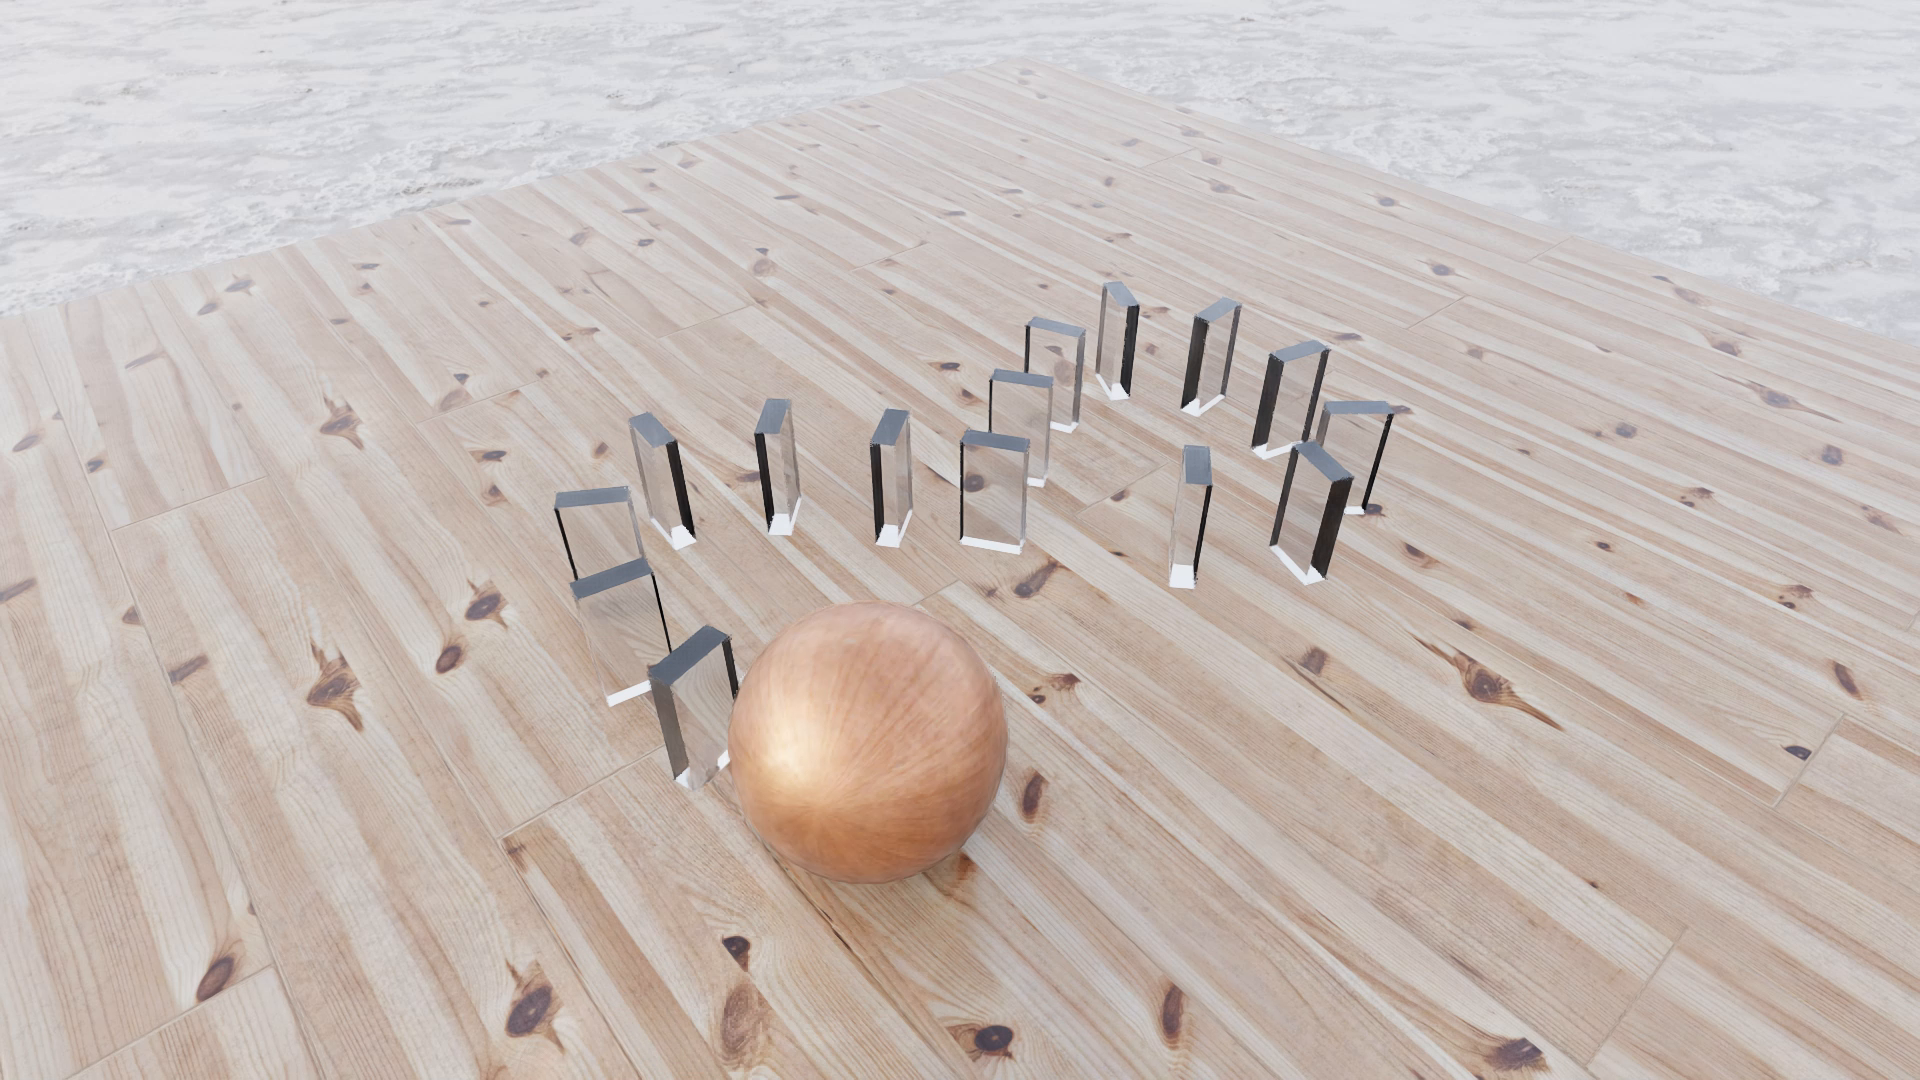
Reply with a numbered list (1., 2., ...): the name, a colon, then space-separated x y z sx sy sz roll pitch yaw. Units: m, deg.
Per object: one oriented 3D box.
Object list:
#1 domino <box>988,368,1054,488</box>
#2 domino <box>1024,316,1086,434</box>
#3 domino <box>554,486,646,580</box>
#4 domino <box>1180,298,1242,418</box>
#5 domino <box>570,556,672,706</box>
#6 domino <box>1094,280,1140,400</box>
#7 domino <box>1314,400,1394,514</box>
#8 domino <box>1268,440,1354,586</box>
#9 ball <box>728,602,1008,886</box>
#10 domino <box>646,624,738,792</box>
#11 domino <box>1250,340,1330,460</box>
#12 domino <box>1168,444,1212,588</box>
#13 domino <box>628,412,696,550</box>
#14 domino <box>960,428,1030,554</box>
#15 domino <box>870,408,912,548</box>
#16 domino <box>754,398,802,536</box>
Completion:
1. domino: 0.025 -0.047 0.469 0.025 0.050 0.010 10 40 12
2. domino: 0.043 -0.075 0.503 0.025 0.050 0.010 18 43 21
3. domino: -0.131 0.004 0.407 0.025 0.050 0.010 -6 40 -8
4. domino: 0.118 -0.086 0.516 0.010 0.050 0.025 30 48 31
5. domino: -0.113 0.032 0.373 0.025 0.050 0.010 -22 44 -24
6. domino: 0.075 -0.095 0.528 0.009 0.050 0.025 -8 40 -10
7. domino: 0.158 -0.033 0.452 0.025 0.050 0.010 0 39 -1
8. domino: 0.135 -0.010 0.424 0.009 0.050 0.025 -14 41 -16
9. ball: -0.026 0.058 0.317 0.080 0.080 0.080 0 39 0
10. domino: -0.081 0.054 0.346 0.010 0.050 0.025 23 45 26
11. domino: 0.146 -0.062 0.487 0.025 0.050 0.009 -18 43 -21
12. domino: 0.088 -0.009 0.422 0.009 0.050 0.025 5 40 6
13. domino: -0.119 -0.023 0.440 0.010 0.050 0.025 -25 45 -27
14. domino: 0.013 -0.019 0.434 0.025 0.050 0.010 10 40 12
15. domino: -0.027 -0.025 0.441 0.010 0.050 0.025 7 40 9
16. domino: -0.074 -0.029 0.447 0.010 0.050 0.025 2 39 3
